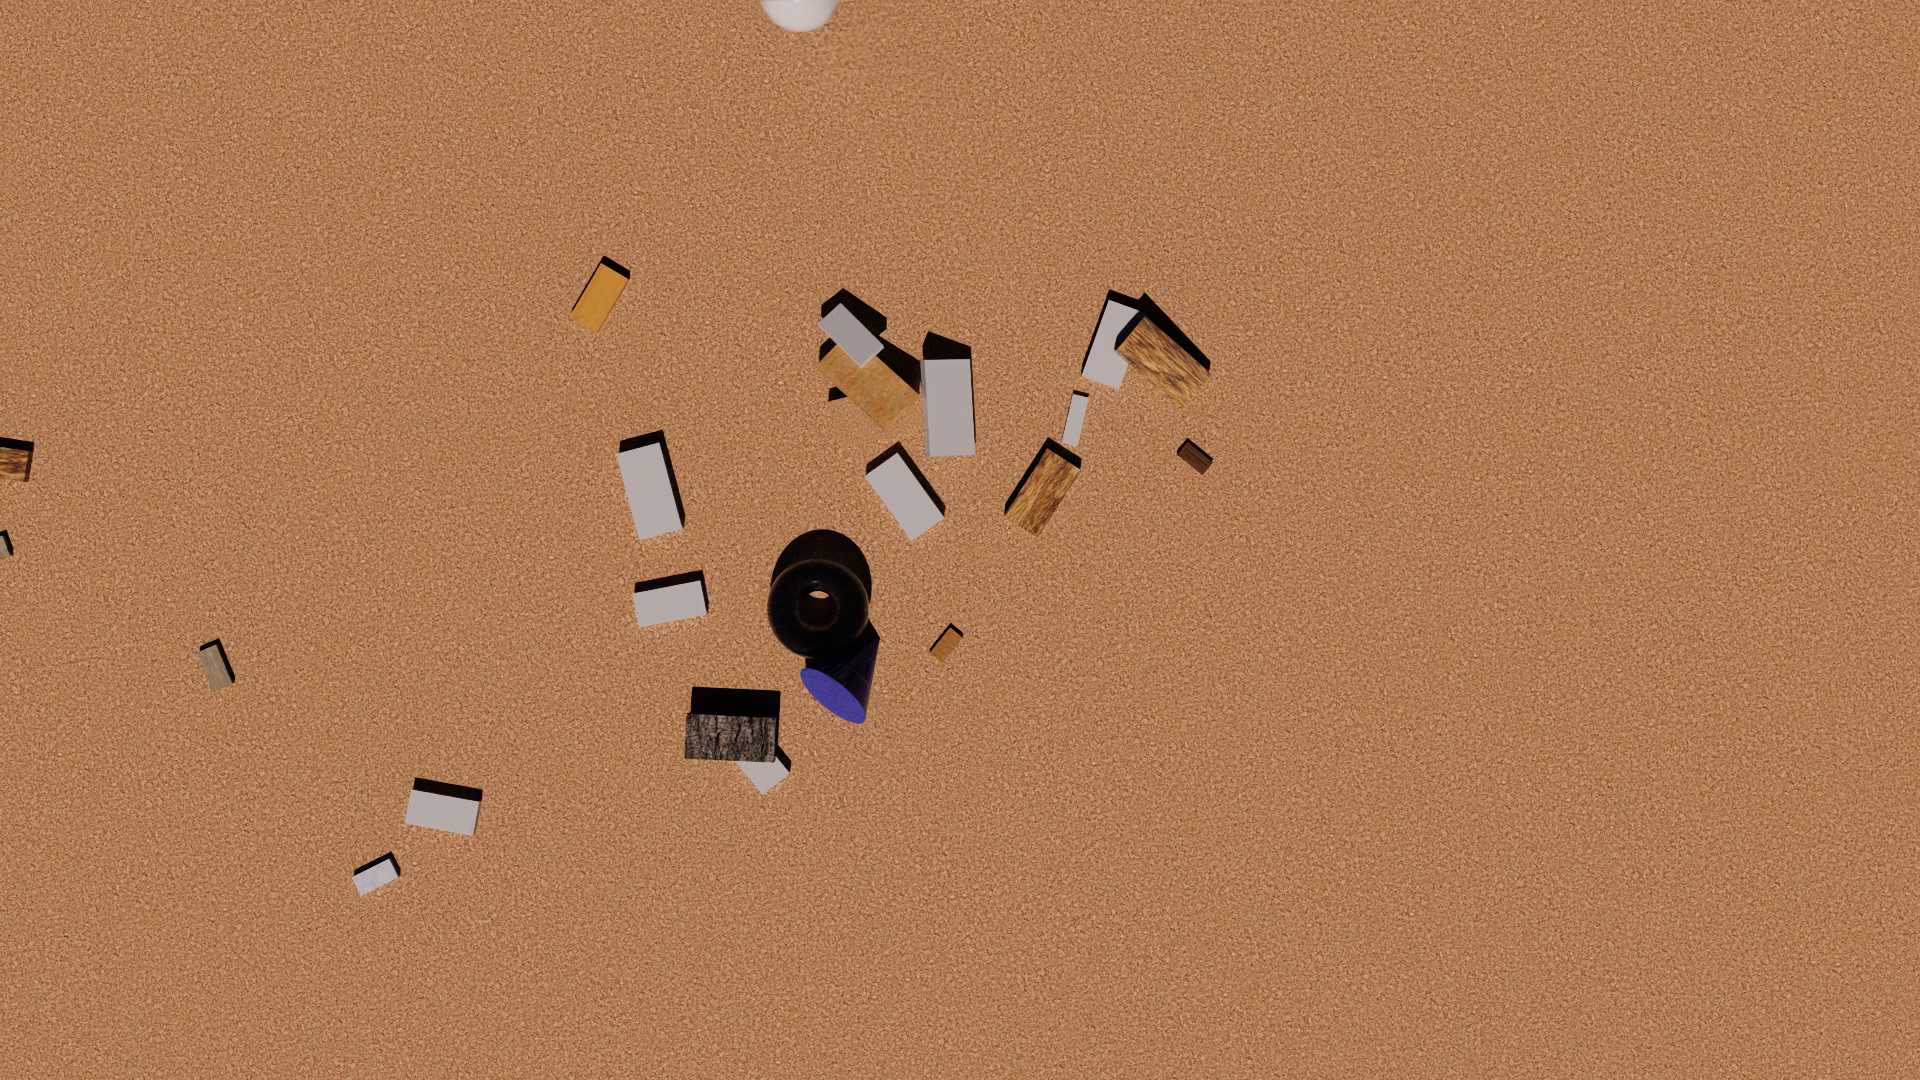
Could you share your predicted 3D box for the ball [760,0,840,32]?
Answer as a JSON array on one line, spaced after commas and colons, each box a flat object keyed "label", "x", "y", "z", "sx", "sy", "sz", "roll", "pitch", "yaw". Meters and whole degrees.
[{"label": "ball", "x": -0.523, "y": -1.791, "z": 5.365, "sx": 0.269, "sy": 0.269, "sz": 0.269, "roll": 0, "pitch": 90, "yaw": 0}]

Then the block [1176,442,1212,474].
[{"label": "block", "x": 0.782, "y": -0.270, "z": 5.492, "sx": 0.109, "sy": 0.015, "sz": 0.054, "roll": 39, "pitch": 90, "yaw": 0}]

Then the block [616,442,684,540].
[{"label": "block", "x": -1.029, "y": -0.161, "z": 5.479, "sx": 0.148, "sy": 0.042, "sz": 0.295, "roll": -15, "pitch": 90, "yaw": 0}]

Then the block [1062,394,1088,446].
[{"label": "block", "x": 0.383, "y": -0.398, "z": 5.492, "sx": 0.054, "sy": 0.015, "sz": 0.166, "roll": 13, "pitch": 90, "yaw": 0}]

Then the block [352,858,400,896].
[{"label": "block", "x": -1.944, "y": 1.121, "z": 5.490, "sx": 0.139, "sy": 0.020, "sz": 0.070, "roll": -27, "pitch": 90, "yaw": 0}]

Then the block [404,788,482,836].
[{"label": "block", "x": -1.718, "y": 0.904, "z": 5.484, "sx": 0.230, "sy": 0.033, "sz": 0.115, "roll": 10, "pitch": 90, "yaw": 0}]

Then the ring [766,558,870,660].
[{"label": "ring", "x": -0.469, "y": 0.226, "z": 5.445, "sx": 0.339, "sy": 0.113, "sz": 0.339, "roll": 0, "pitch": 91, "yaw": 0}]

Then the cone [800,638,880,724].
[{"label": "cone", "x": -0.340, "y": 0.417, "z": 5.441, "sx": 0.266, "sy": 0.266, "sz": 0.266, "roll": 39, "pitch": 63, "yaw": 0}]

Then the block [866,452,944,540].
[{"label": "block", "x": -0.184, "y": -0.143, "z": 5.481, "sx": 0.133, "sy": 0.038, "sz": 0.266, "roll": -36, "pitch": 90, "yaw": 0}]

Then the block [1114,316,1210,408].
[{"label": "block", "x": 0.671, "y": -0.587, "z": 5.456, "sx": 0.295, "sy": 0.042, "sz": 0.148, "roll": 40, "pitch": 87, "yaw": -8}]

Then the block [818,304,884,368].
[{"label": "block", "x": -0.360, "y": -0.674, "z": 5.438, "sx": 0.103, "sy": 0.029, "sz": 0.206, "roll": -43, "pitch": 79, "yaw": -6}]

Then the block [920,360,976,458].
[{"label": "block", "x": -0.040, "y": -0.436, "z": 5.452, "sx": 0.158, "sy": 0.045, "sz": 0.316, "roll": -3, "pitch": 90, "yaw": -20}]

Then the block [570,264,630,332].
[{"label": "block", "x": -1.199, "y": -0.803, "z": 5.485, "sx": 0.103, "sy": 0.029, "sz": 0.206, "roll": 31, "pitch": 90, "yaw": 0}]

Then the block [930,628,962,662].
[{"label": "block", "x": -0.046, "y": 0.351, "z": 5.492, "sx": 0.054, "sy": 0.015, "sz": 0.109, "roll": 39, "pitch": 90, "yaw": 0}]

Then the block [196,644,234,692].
[{"label": "block", "x": -2.478, "y": 0.426, "z": 5.490, "sx": 0.070, "sy": 0.020, "sz": 0.140, "roll": -22, "pitch": 90, "yaw": 0}]

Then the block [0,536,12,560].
[{"label": "block", "x": -3.235, "y": 0.042, "z": 5.490, "sx": 0.140, "sy": 0.020, "sz": 0.070, "roll": -20, "pitch": 90, "yaw": 0}]

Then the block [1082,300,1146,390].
[{"label": "block", "x": 0.511, "y": -0.648, "z": 5.481, "sx": 0.133, "sy": 0.038, "sz": 0.266, "roll": 20, "pitch": 90, "yaw": 0}]

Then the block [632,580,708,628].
[{"label": "block", "x": -0.963, "y": 0.212, "z": 5.484, "sx": 0.229, "sy": 0.033, "sz": 0.115, "roll": -11, "pitch": 90, "yaw": 0}]

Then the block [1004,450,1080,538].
[{"label": "block", "x": 0.274, "y": -0.155, "z": 5.481, "sx": 0.133, "sy": 0.038, "sz": 0.266, "roll": 33, "pitch": 90, "yaw": 0}]

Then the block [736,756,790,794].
[{"label": "block", "x": -0.683, "y": 0.720, "z": 5.484, "sx": 0.115, "sy": 0.033, "sz": 0.230, "roll": -40, "pitch": 90, "yaw": 0}]

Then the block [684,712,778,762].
[{"label": "block", "x": -0.756, "y": 0.652, "z": 5.447, "sx": 0.295, "sy": 0.042, "sz": 0.148, "roll": 3, "pitch": 90, "yaw": 0}]

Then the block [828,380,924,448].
[{"label": "block", "x": -0.268, "y": -0.418, "z": 5.478, "sx": 0.316, "sy": 0.045, "sz": 0.158, "roll": -14, "pitch": 90, "yaw": 0}]

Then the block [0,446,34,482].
[{"label": "block", "x": -3.200, "y": -0.259, "z": 5.485, "sx": 0.206, "sy": 0.029, "sz": 0.103, "roll": 9, "pitch": 90, "yaw": 0}]

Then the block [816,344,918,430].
[{"label": "block", "x": -0.305, "y": -0.522, "z": 5.439, "sx": 0.316, "sy": 0.045, "sz": 0.158, "roll": 43, "pitch": 83, "yaw": 11}]
